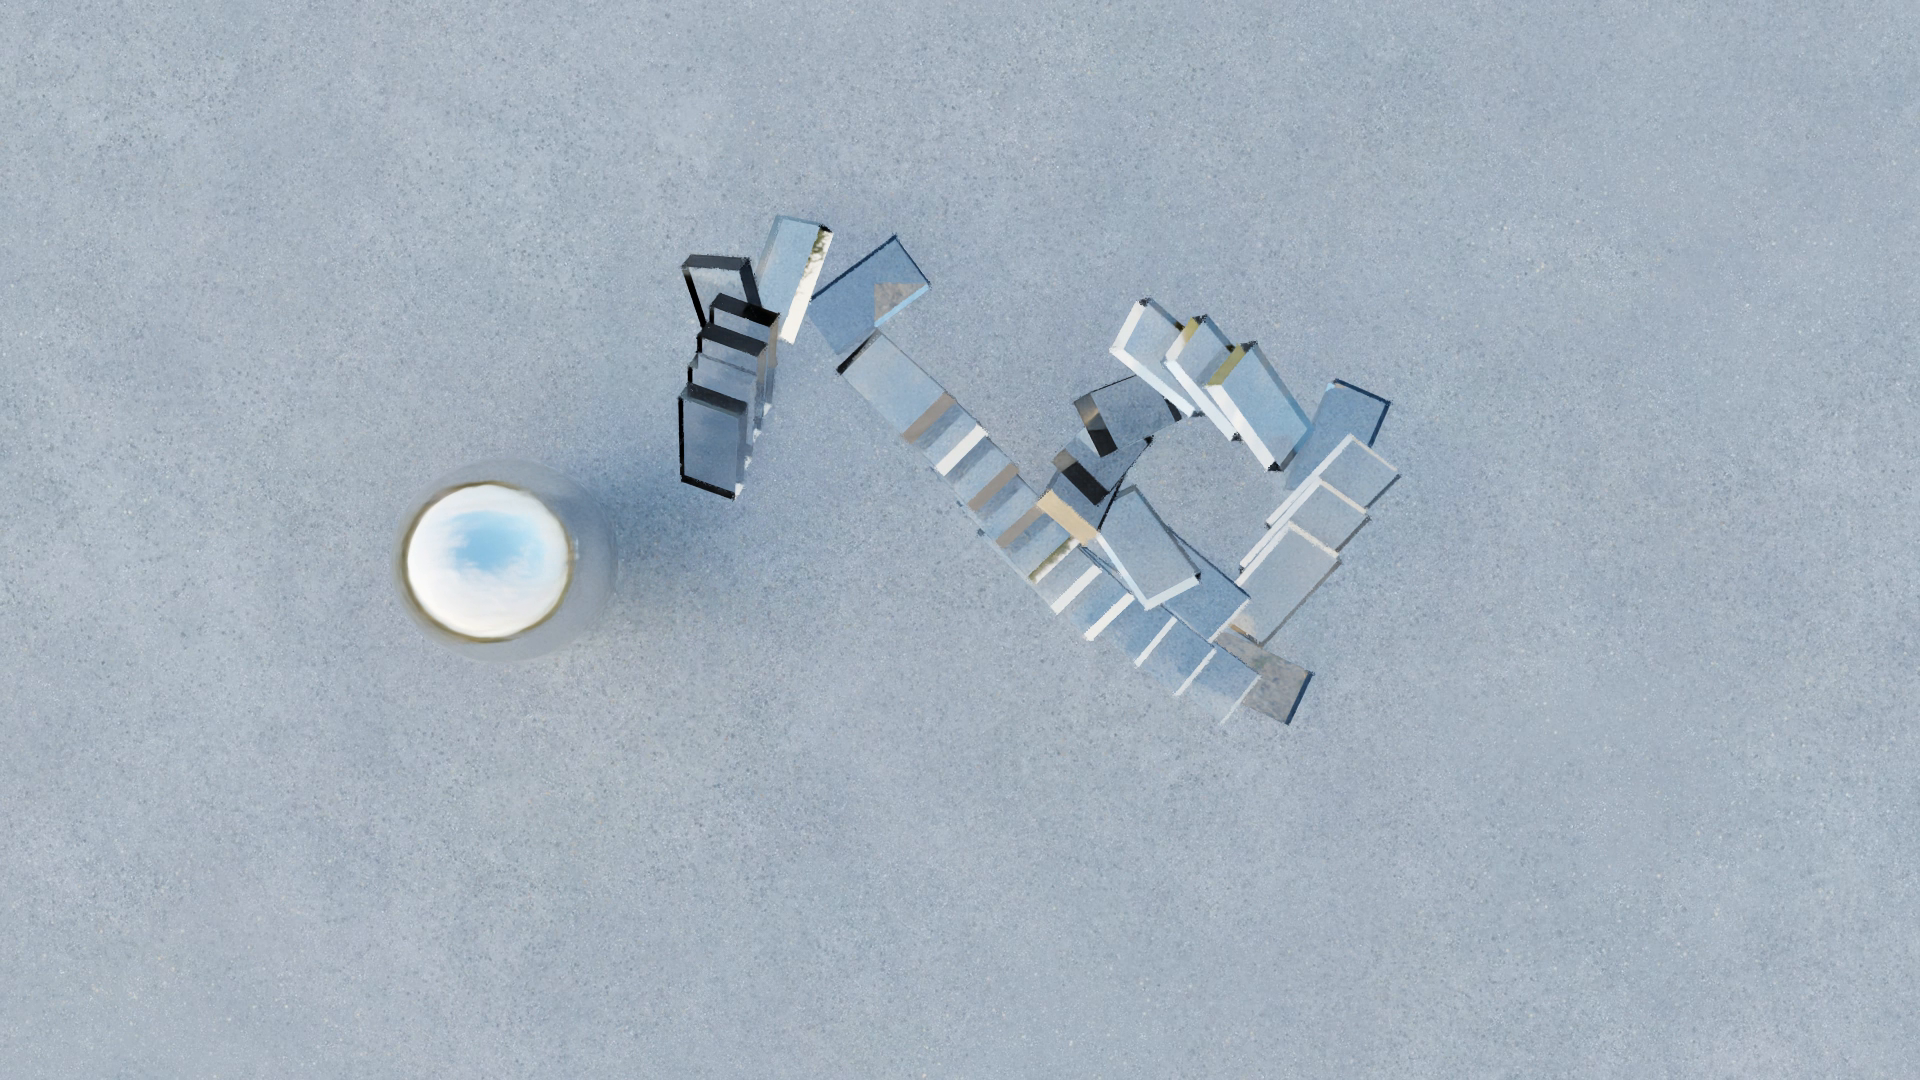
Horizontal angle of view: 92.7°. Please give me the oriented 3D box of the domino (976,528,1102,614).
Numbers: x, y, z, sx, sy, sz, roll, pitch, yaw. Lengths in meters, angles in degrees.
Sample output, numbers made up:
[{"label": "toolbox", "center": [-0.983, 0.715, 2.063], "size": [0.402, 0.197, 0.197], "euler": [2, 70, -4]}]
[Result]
[{"label": "domino", "center": [0.032, 0.005, 0.382], "size": [0.025, 0.010, 0.050], "euler": [-44, 56, 0]}]

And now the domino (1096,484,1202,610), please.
[{"label": "domino", "center": [0.075, 0.002, 0.382], "size": [0.025, 0.009, 0.050], "euler": [-27, 58, -6]}]

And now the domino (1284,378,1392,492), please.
[{"label": "domino", "center": [0.163, -0.041, 0.395], "size": [0.025, 0.009, 0.050], "euler": [23, 90, 0]}]

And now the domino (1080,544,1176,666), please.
[{"label": "domino", "center": [0.063, 0.027, 0.384], "size": [0.050, 0.009, 0.025], "euler": [40, 90, 27]}]

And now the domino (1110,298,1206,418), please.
[{"label": "domino", "center": [0.088, -0.076, 0.384], "size": [0.050, 0.009, 0.025], "euler": [32, 81, -25]}]

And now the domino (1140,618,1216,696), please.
[{"label": "domino", "center": [0.079, 0.040, 0.384], "size": [0.050, 0.009, 0.025], "euler": [40, 90, 27]}]

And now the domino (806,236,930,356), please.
[{"label": "domino", "center": [-0.041, -0.105, 0.395], "size": [0.050, 0.009, 0.025], "euler": [-36, 90, 0]}]

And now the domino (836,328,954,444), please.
[{"label": "domino", "center": [-0.028, -0.065, 0.383], "size": [0.025, 0.009, 0.050], "euler": [-44, 59, 0]}]

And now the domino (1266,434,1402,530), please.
[{"label": "domino", "center": [0.156, -0.017, 0.384], "size": [0.025, 0.009, 0.050], "euler": [36, 117, -2]}]

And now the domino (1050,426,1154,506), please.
[{"label": "domino", "center": [0.060, -0.037, 0.379], "size": [0.025, 0.050, 0.010], "euler": [45, 135, 0]}]

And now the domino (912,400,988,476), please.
[{"label": "domino", "center": [-0.014, -0.052, 0.383], "size": [0.025, 0.009, 0.050], "euler": [-44, 59, 0]}]

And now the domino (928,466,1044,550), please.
[{"label": "domino", "center": [0.011, -0.022, 0.382], "size": [0.025, 0.010, 0.050], "euler": [-42, 56, 2]}]

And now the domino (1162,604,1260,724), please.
[{"label": "domino", "center": [0.097, 0.051, 0.384], "size": [0.050, 0.009, 0.025], "euler": [38, 90, 27]}]

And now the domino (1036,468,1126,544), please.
[{"label": "domino", "center": [0.051, -0.022, 0.377], "size": [0.025, 0.050, 0.010], "euler": [40, 130, -5]}]

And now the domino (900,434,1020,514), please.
[{"label": "domino", "center": [-0.001, -0.037, 0.382], "size": [0.025, 0.010, 0.050], "euler": [-43, 58, 1]}]

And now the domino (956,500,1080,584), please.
[{"label": "domino", "center": [0.023, -0.008, 0.381], "size": [0.025, 0.010, 0.050], "euler": [-44, 56, 0]}]

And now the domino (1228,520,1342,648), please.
[{"label": "domino", "center": [0.132, 0.019, 0.384], "size": [0.025, 0.010, 0.050], "euler": [34, 117, -1]}]

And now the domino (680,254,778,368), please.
[{"label": "domino", "center": [-0.094, -0.091, 0.376], "size": [0.025, 0.050, 0.010], "euler": [8, 48, 14]}]

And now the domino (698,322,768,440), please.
[{"label": "domino", "center": [-0.095, -0.063, 0.378], "size": [0.025, 0.050, 0.009], "euler": [20, 50, 0]}]

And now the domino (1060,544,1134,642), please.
[{"label": "domino", "center": [0.046, 0.016, 0.382], "size": [0.025, 0.009, 0.050], "euler": [-44, 57, 0]}]

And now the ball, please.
[{"label": "ball", "center": [-0.176, 0.008, 0.360], "size": [0.080, 0.080, 0.080], "euler": [0, 90, 0]}]

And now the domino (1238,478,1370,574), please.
[{"label": "domino", "center": [0.144, 0.001, 0.384], "size": [0.025, 0.009, 0.050], "euler": [35, 117, -1]}]

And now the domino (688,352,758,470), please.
[{"label": "domino", "center": [-0.098, -0.052, 0.378], "size": [0.025, 0.050, 0.009], "euler": [20, 50, 0]}]

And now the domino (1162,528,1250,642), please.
[{"label": "domino", "center": [0.094, 0.017, 0.385], "size": [0.025, 0.010, 0.050], "euler": [-46, 65, 0]}]

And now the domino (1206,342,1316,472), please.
[{"label": "domino", "center": [0.126, -0.055, 0.382], "size": [0.050, 0.010, 0.025], "euler": [46, 76, -23]}]

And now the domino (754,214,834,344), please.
[{"label": "domino", "center": [-0.075, -0.111, 0.390], "size": [0.025, 0.009, 0.050], "euler": [20, 90, 27]}]

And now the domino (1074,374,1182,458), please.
[{"label": "domino", "center": [0.070, -0.054, 0.380], "size": [0.050, 0.010, 0.025], "euler": [-26, 90, -42]}]

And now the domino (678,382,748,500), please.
[{"label": "domino", "center": [-0.102, -0.040, 0.378], "size": [0.025, 0.050, 0.010], "euler": [20, 50, 0]}]

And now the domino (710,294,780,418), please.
[{"label": "domino", "center": [-0.090, -0.075, 0.378], "size": [0.025, 0.050, 0.009], "euler": [20, 50, 0]}]

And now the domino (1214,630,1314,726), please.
[{"label": "domino", "center": [0.123, 0.057, 0.395], "size": [0.050, 0.010, 0.025], "euler": [25, 90, 0]}]

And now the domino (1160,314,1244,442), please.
[{"label": "domino", "center": [0.108, -0.067, 0.383], "size": [0.050, 0.009, 0.025], "euler": [41, 78, -23]}]
